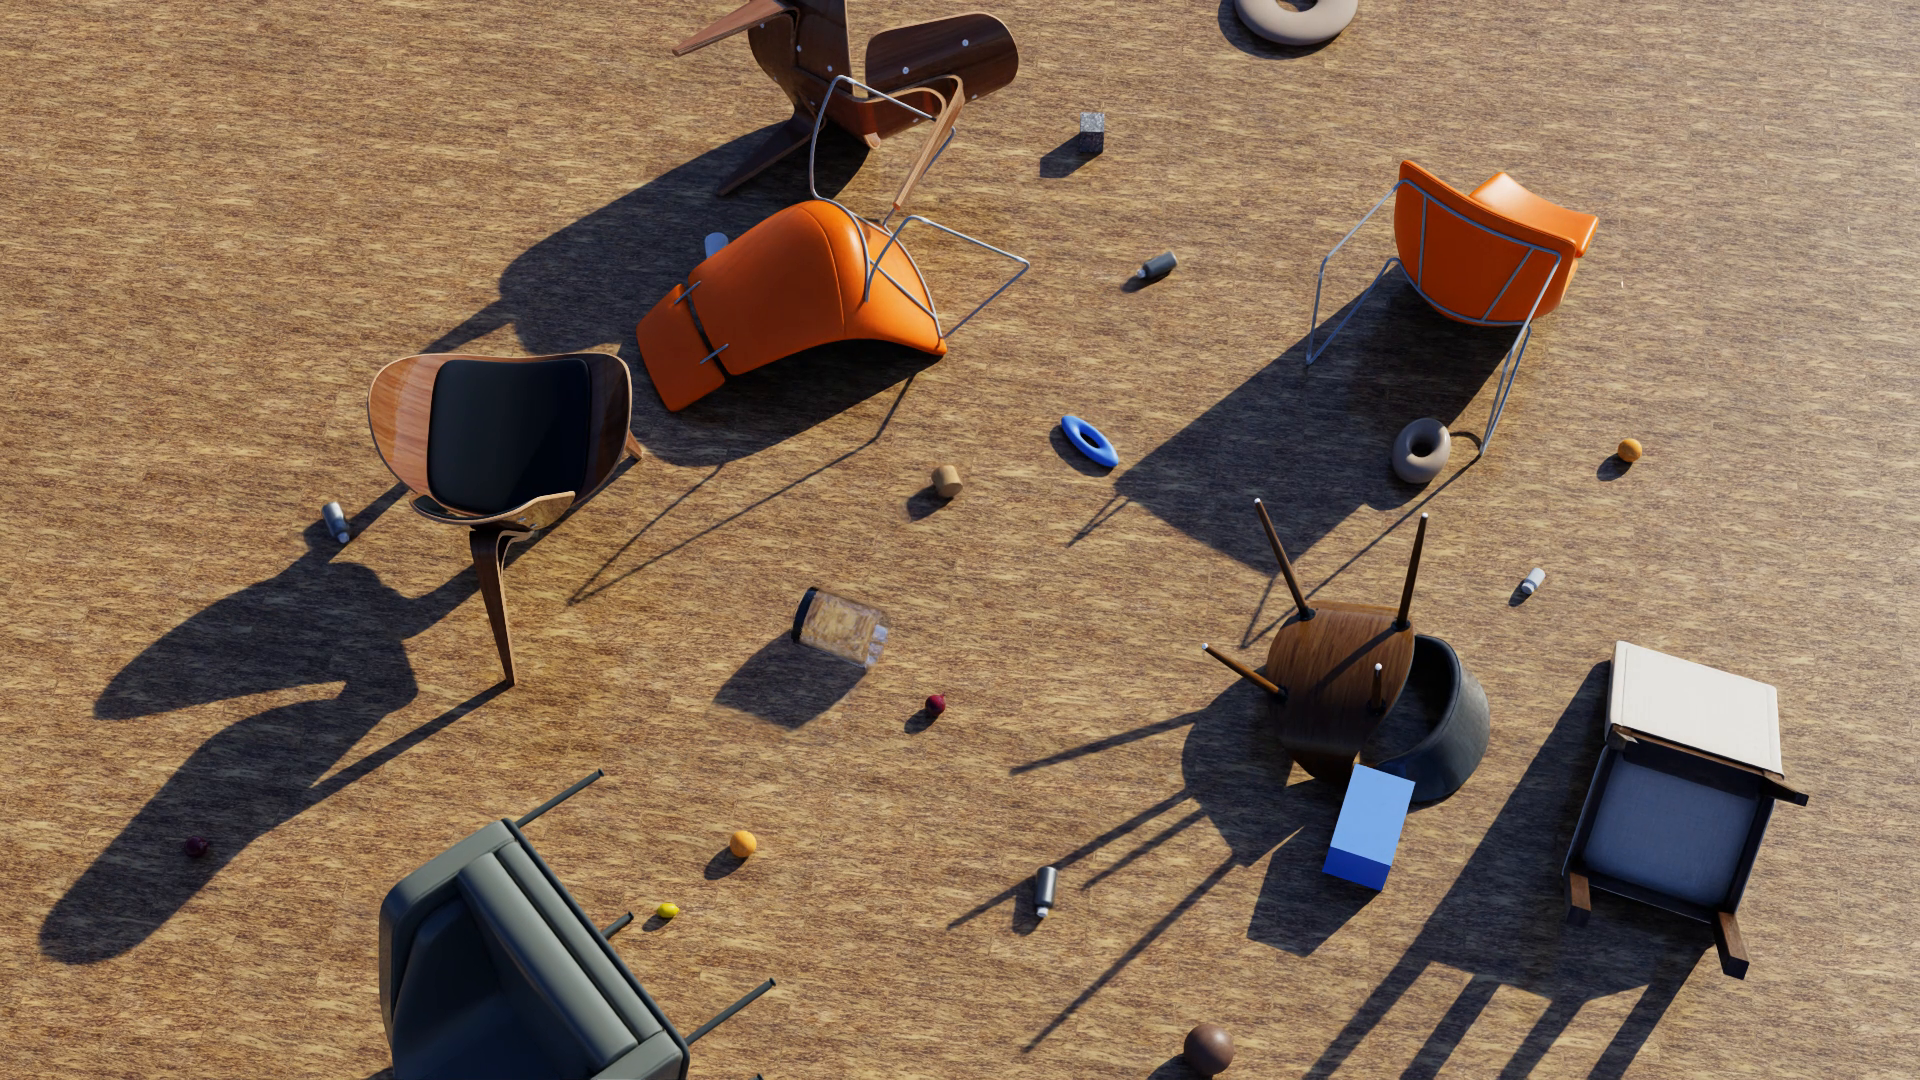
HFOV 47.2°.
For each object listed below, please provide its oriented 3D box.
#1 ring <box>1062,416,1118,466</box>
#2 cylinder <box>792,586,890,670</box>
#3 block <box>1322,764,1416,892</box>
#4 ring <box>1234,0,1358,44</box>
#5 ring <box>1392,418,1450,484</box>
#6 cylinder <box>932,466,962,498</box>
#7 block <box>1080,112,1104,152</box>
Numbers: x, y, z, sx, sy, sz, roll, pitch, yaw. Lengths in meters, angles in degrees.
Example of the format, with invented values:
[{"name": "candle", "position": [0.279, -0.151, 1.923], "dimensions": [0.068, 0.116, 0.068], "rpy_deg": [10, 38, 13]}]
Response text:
[{"name": "ring", "position": [0.398, -0.304, 6.755], "dimensions": [0.086, 0.039, 0.242], "rpy_deg": [-37, 64, -20]}, {"name": "cylinder", "position": [-0.341, 0.251, 6.300], "dimensions": [0.230, 0.178, 0.169], "rpy_deg": [19, 36, 12]}, {"name": "block", "position": [1.107, 0.778, 5.957], "dimensions": [0.166, 0.158, 0.265], "rpy_deg": [17, 58, 11]}, {"name": "ring", "position": [1.196, -1.927, 7.828], "dimensions": [0.436, 0.066, 0.466], "rpy_deg": [29, 61, 17]}, {"name": "ring", "position": [1.407, -0.273, 6.706], "dimensions": [0.170, 0.087, 0.242], "rpy_deg": [21, 58, 15]}, {"name": "cylinder", "position": [-0.041, -0.176, 6.648], "dimensions": [0.078, 0.073, 0.067], "rpy_deg": [-14, 57, -12]}, {"name": "block", "position": [0.446, -1.378, 7.440], "dimensions": [0.080, 0.098, 0.088], "rpy_deg": [2, 56, 1]}]
